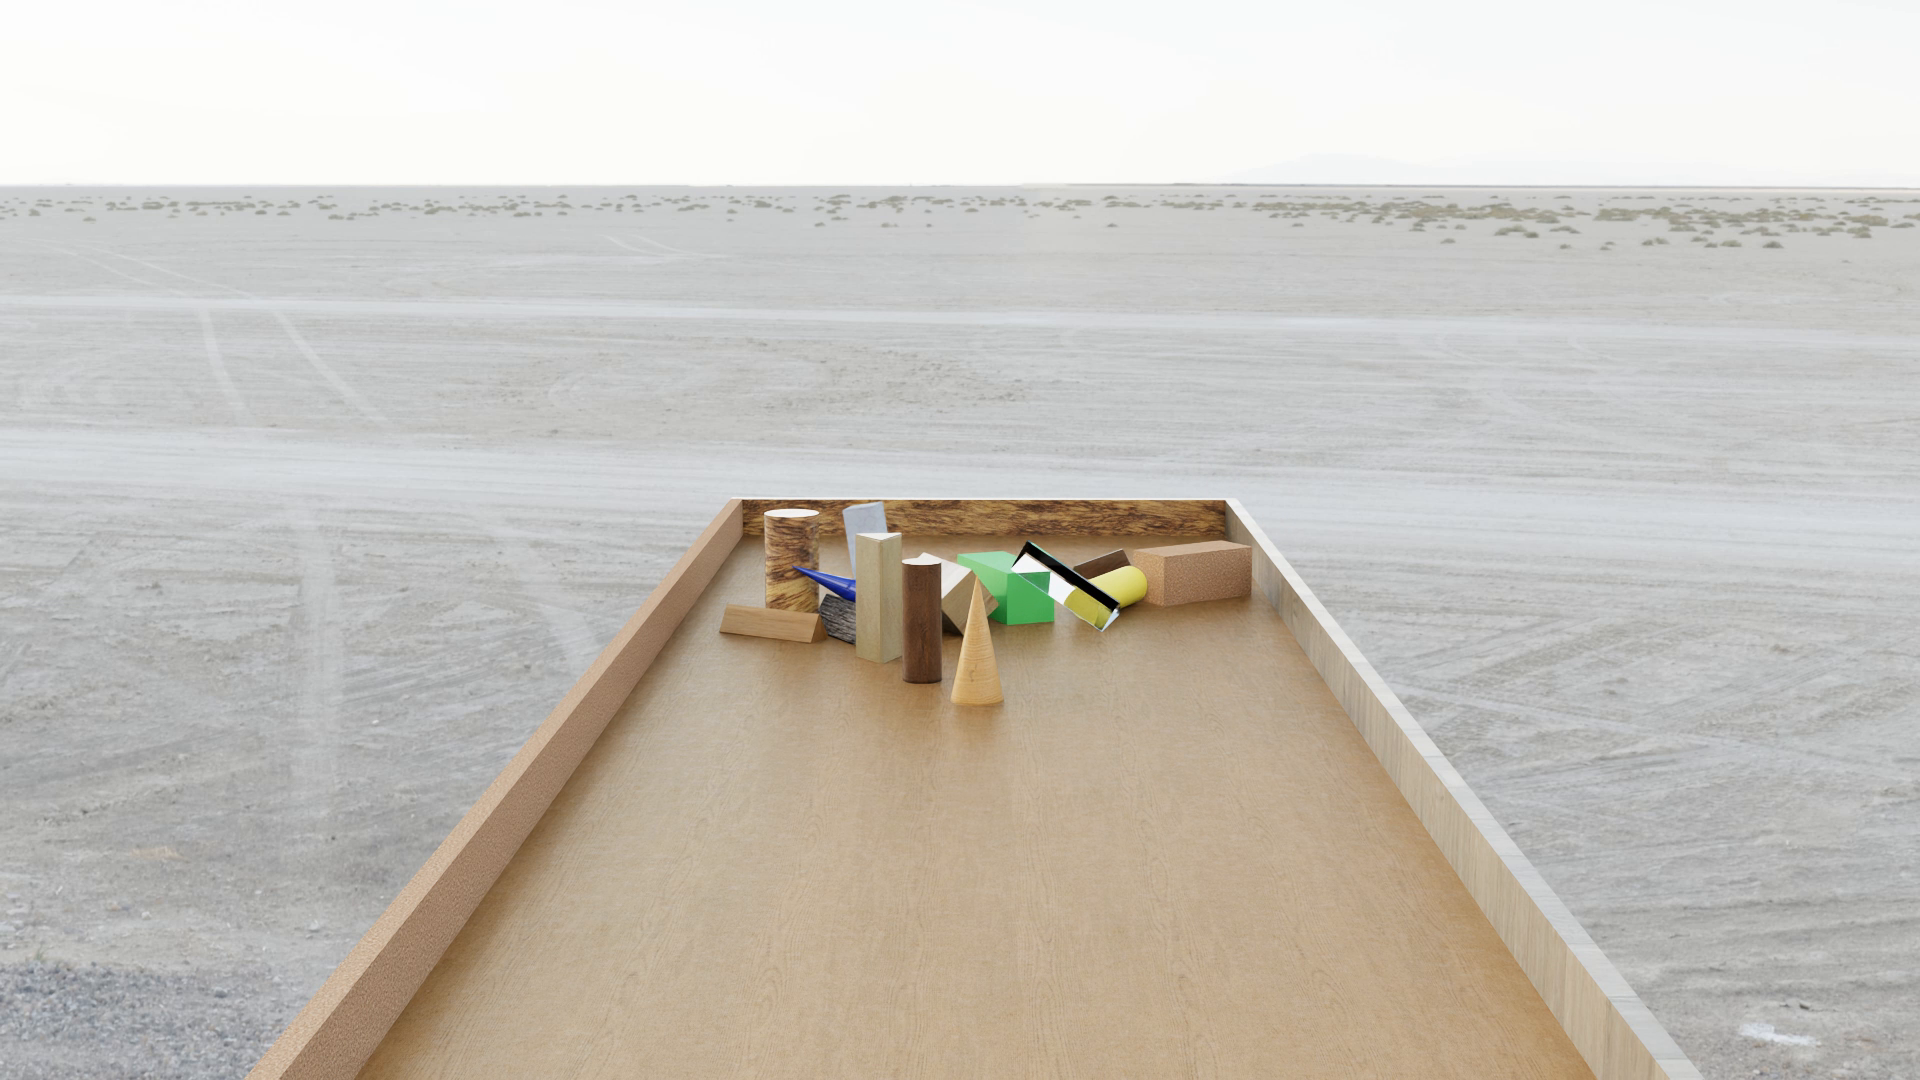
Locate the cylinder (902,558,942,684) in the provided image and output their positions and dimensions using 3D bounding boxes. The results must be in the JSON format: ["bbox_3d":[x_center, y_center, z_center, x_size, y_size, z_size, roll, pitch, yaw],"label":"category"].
[{"bbox_3d":[-0.111,0.235,6.404,0.116,0.351,0.116,0,9,0],"label":"cylinder"}]

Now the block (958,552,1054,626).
[{"bbox_3d":[0.153,0.160,7.452,0.172,0.172,0.418,-4,10,-23],"label":"block"}]

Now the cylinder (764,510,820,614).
[{"bbox_3d":[-0.551,0.095,7.224,0.178,0.371,0.178,0,9,0],"label":"cylinder"}]

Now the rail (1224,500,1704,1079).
[{"bbox_3d":[1.046,0.843,3.208,0.050,0.150,12.000,0,9,1],"label":"rail"}]

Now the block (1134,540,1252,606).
[{"bbox_3d":[0.820,0.114,7.739,0.396,0.172,0.172,-6,11,-33],"label":"block"}]

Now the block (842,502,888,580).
[{"bbox_3d":[-0.287,0.081,7.197,0.107,0.393,0.107,-8,6,15],"label":"block"}]

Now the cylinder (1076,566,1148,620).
[{"bbox_3d":[0.506,0.179,7.463,0.130,0.130,0.358,5,10,27],"label":"cylinder"}]

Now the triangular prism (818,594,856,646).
[{"bbox_3d":[-0.347,0.252,7.048,0.128,0.111,0.341,-6,11,-30],"label":"triangular prism"}]

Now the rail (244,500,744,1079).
[{"bbox_3d":[-1.004,0.839,3.234,0.050,0.150,12.000,0,9,1],"label":"rail"}]

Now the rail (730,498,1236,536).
[{"bbox_3d":[0.099,-0.098,9.147,2.100,0.150,0.050,0,9,1],"label":"rail"}]

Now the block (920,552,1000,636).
[{"bbox_3d":[-0.051,0.177,7.188,0.156,0.156,0.371,-44,24,-13],"label":"block"}]

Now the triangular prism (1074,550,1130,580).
[{"bbox_3d":[0.504,0.112,7.959,0.118,0.102,0.414,4,10,27],"label":"triangular prism"}]

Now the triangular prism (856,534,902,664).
[{"bbox_3d":[-0.228,0.172,6.711,0.120,0.380,0.139,-6,11,-35],"label":"triangular prism"}]

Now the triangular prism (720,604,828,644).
[{"bbox_3d":[-0.600,0.263,7.061,0.357,0.086,0.099,5,10,30],"label":"triangular prism"}]

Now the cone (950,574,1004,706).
[{"bbox_3d":[0.048,0.270,6.143,0.152,0.365,0.152,0,9,0],"label":"cone"}]

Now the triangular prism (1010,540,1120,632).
[{"bbox_3d":[0.356,0.135,7.183,0.369,0.100,0.115,34,45,16],"label":"triangular prism"}]

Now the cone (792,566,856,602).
[{"bbox_3d":[-0.356,0.161,7.100,0.431,0.143,0.143,22,13,9],"label":"cone"}]
